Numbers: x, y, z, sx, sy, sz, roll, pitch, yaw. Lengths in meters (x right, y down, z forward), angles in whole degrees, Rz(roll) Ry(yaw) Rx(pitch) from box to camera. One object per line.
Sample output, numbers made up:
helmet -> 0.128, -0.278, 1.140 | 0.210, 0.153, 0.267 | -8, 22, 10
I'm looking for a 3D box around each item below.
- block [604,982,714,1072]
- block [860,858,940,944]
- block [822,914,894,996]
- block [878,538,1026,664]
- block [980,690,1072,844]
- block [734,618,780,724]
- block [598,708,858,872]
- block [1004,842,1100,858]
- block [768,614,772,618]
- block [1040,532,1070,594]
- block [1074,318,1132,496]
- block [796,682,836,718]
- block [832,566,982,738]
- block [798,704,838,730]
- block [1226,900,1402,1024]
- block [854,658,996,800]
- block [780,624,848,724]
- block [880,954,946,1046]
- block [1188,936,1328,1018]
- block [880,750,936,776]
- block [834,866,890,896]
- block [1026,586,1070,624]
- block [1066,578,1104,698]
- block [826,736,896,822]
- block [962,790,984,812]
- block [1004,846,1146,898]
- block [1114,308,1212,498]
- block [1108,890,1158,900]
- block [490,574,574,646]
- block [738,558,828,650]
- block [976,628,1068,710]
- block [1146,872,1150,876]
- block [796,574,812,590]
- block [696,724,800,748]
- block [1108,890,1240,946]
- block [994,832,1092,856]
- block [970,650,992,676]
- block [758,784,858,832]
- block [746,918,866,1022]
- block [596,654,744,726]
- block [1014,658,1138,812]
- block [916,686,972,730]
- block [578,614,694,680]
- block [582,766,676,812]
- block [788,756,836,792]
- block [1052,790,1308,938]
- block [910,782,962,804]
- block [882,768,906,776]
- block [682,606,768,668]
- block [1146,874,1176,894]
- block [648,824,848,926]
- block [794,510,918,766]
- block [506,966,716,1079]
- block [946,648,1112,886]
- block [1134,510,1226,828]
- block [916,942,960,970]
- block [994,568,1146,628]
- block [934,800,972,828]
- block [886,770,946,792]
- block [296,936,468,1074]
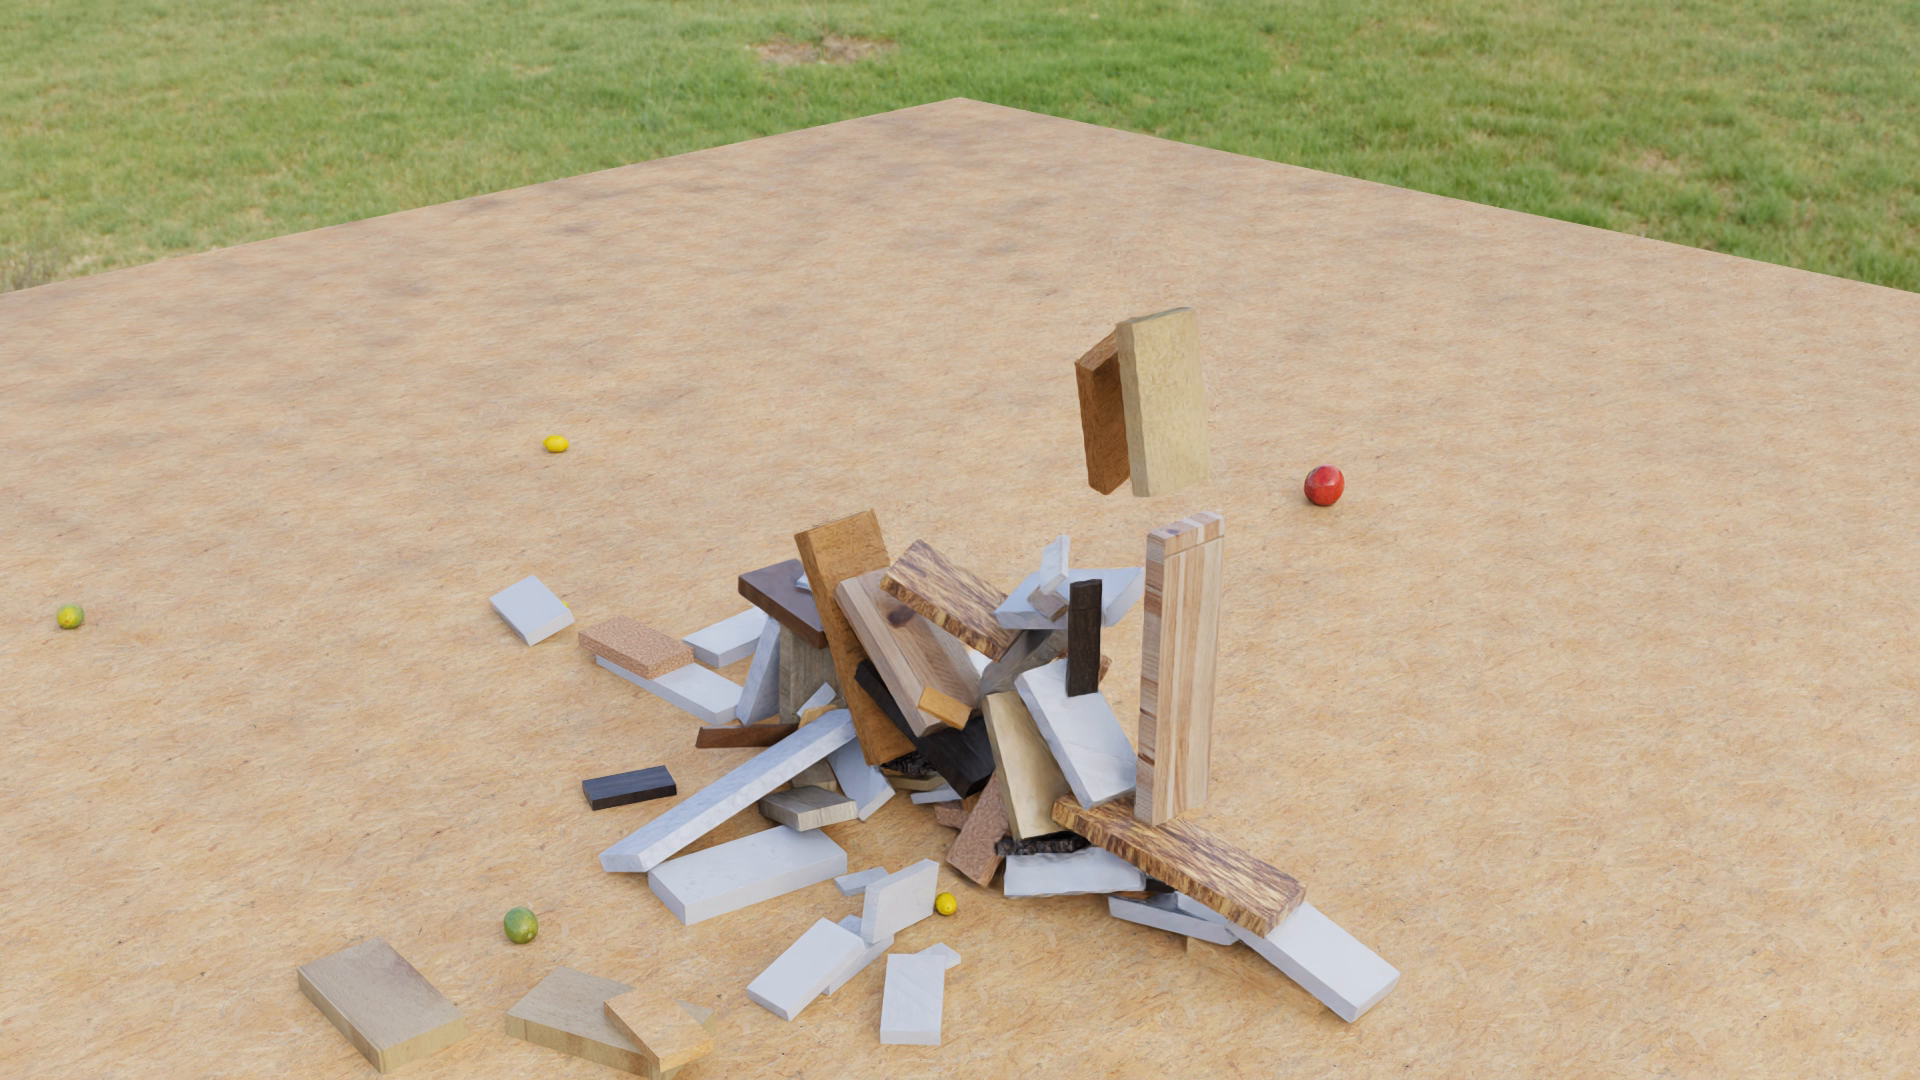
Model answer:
block -> -0.507, 0.815, 3.688 | 0.099, 0.028, 0.198 | -16, 28, -32
block -> -0.109, 0.659, 4.021 | 0.029, 0.102, 0.204 | 14, 13, 29
block -> -0.216, 0.746, 3.965 | 0.099, 0.028, 0.198 | 14, 27, 30
block -> -0.005, 0.118, 4.315 | 0.279, 0.040, 0.140 | 32, 42, 9
block -> 0.139, 0.418, 4.124 | 0.138, 0.276, 0.039 | -7, -17, -22
block -> -0.383, 0.268, 4.762 | 0.148, 0.297, 0.042 | -20, 55, -39
block -> -0.436, 0.495, 4.421 | 0.132, 0.037, 0.660 | -9, 15, 45
block -> 0.228, 0.581, 4.226 | 0.141, 0.040, 0.283 | -23, 14, -40
block -> -0.357, 0.191, 5.145 | 0.037, 0.130, 0.259 | 13, 26, 29
block -> 0.170, 0.043, 3.947 | 0.016, 0.057, 0.113 | 36, 33, -22
block -> 0.286, -0.237, 3.952 | 0.043, 0.301, 0.150 | 31, 57, 34
block -> -0.305, 0.348, 4.677 | 0.013, 0.046, 0.092 | 35, 75, 32
block -> -0.092, 0.215, 4.393 | 0.175, 0.050, 0.350 | -17, 65, -36
block -> -0.302, 0.378, 4.681 | 0.013, 0.046, 0.092 | 31, 22, 34
block -> 0.620, 0.721, 3.865 | 0.278, 0.039, 0.139 | 36, 39, 29
block -> -0.034, 0.349, 4.402 | 0.175, 0.050, 0.350 | -23, 58, -39
block -> -0.311, 0.291, 4.692 | 0.149, 0.297, 0.042 | -17, 31, -34
block -> -0.080, 0.797, 3.822 | 0.102, 0.029, 0.204 | 1, 28, 2
block -> 0.560, 0.753, 3.937 | 0.278, 0.039, 0.139 | 21, 31, 40
block -> -0.093, 0.452, 4.505 | 0.077, 0.022, 0.155 | -19, 13, -34
block -> -0.184, 0.653, 4.204 | 0.100, 0.014, 0.050 | -11, 25, -24
block -> 0.167, 0.117, 4.146 | 0.050, 0.014, 0.100 | -42, 33, -6
block -> 0.225, 0.179, 3.986 | 0.057, 0.253, 0.016 | -8, 37, -11
block -> -0.219, 0.467, 4.566 | 0.088, 0.025, 0.338 | -41, 28, 1
block -> 0.153, 0.500, 4.286 | 0.283, 0.040, 0.141 | 2, 19, 45
block -> 0.212, 0.614, 4.069 | 0.285, 0.080, 0.023 | -9, -25, 30
block -> 0.350, -0.237, 3.773 | 0.150, 0.301, 0.043 | -17, 17, -36
block -> 0.317, 0.637, 4.122 | 0.085, 0.024, 0.169 | -20, 12, -34
block -> -1.028, 0.167, 5.276 | 0.122, 0.035, 0.244 | -30, 33, -19
block -> -0.323, 0.132, 4.629 | 0.148, 0.042, 0.297 | -17, 33, -35
block -> 0.144, 0.214, 4.299 | 0.040, 0.279, 0.140 | 40, 26, -13
block -> 0.424, 0.594, 3.979 | 0.160, 0.023, 0.080 | 15, 34, 12
block -> -0.292, 0.093, 4.647 | 0.095, 0.013, 0.047 | 13, 28, 19
block -> -0.424, 0.411, 4.620 | 0.292, 0.046, 0.013 | 2, 21, -39
block -> 0.425, 0.674, 4.049 | 0.278, 0.039, 0.139 | 6, 20, 45
block -> 0.155, 0.567, 4.104 | 0.160, 0.023, 0.080 | -7, 1, 28
block -> 0.063, 0.308, 4.986 | 0.132, 0.037, 0.264 | 10, 25, 22
block -> -0.305, 0.530, 4.366 | 0.122, 0.035, 0.244 | -11, 6, -23
block -> -0.271, 0.755, 3.875 | 0.099, 0.028, 0.198 | 21, 46, 36
block -> -0.643, 0.315, 4.975 | 0.122, 0.035, 0.441 | -21, 31, -40
block -> 0.226, 0.354, 4.072 | 0.138, 0.039, 0.276 | -16, 68, -34
block -> -0.031, 0.328, 4.297 | 0.100, 0.014, 0.050 | 27, 48, -7
block -> -0.745, 0.245, 5.047 | 0.259, 0.037, 0.130 | 21, 31, 40
block -> -0.681, 0.510, 4.527 | 0.175, 0.025, 0.088 | -9, 25, -20
block -> -0.321, 0.479, 4.600 | 0.088, 0.025, 0.175 | -6, 24, -14
block -> 0.392, 0.562, 3.969 | 0.459, 0.039, 0.138 | 27, 35, 29
block -> -0.021, 0.506, 4.456 | 0.077, 0.022, 0.155 | -23, 6, -42
block -> -0.142, 0.468, 4.579 | 0.061, 0.017, 0.121 | -22, 14, -41
block -> -0.515, 0.226, 5.182 | 0.130, 0.037, 0.259 | 19, 30, 38
block -> 0.352, 0.617, 4.049 | 0.085, 0.024, 0.169 | -21, 12, -40
block -> -0.406, 0.633, 4.212 | 0.345, 0.045, 0.159 | -14, 27, -30
block -> -0.183, 0.199, 4.510 | 0.175, 0.496, 0.050 | -19, 3, -38
block -> -0.596, 0.825, 3.758 | 0.319, 0.045, 0.159 | 10, 25, 23
block -> 0.132, 0.424, 4.225 | 0.029, 0.495, 0.102 | 29, 0, -43
block -> 0.390, 0.234, 3.922 | 0.150, 0.570, 0.043 | -19, 30, -37
block -> -0.060, 0.761, 3.948 | 0.113, 0.016, 0.057 | -18, 29, -36
block -> 0.213, 0.112, 4.193 | 0.279, 0.040, 0.140 | -3, 32, 44
block -> 0.099, 0.536, 4.355 | 0.141, 0.040, 0.283 | -23, 18, -41
block -> -0.091, 0.487, 4.527 | 0.077, 0.022, 0.155 | -22, 15, -42
block -> -1.005, 0.802, 3.813 | 0.159, 0.045, 0.319 | -18, 29, -36
